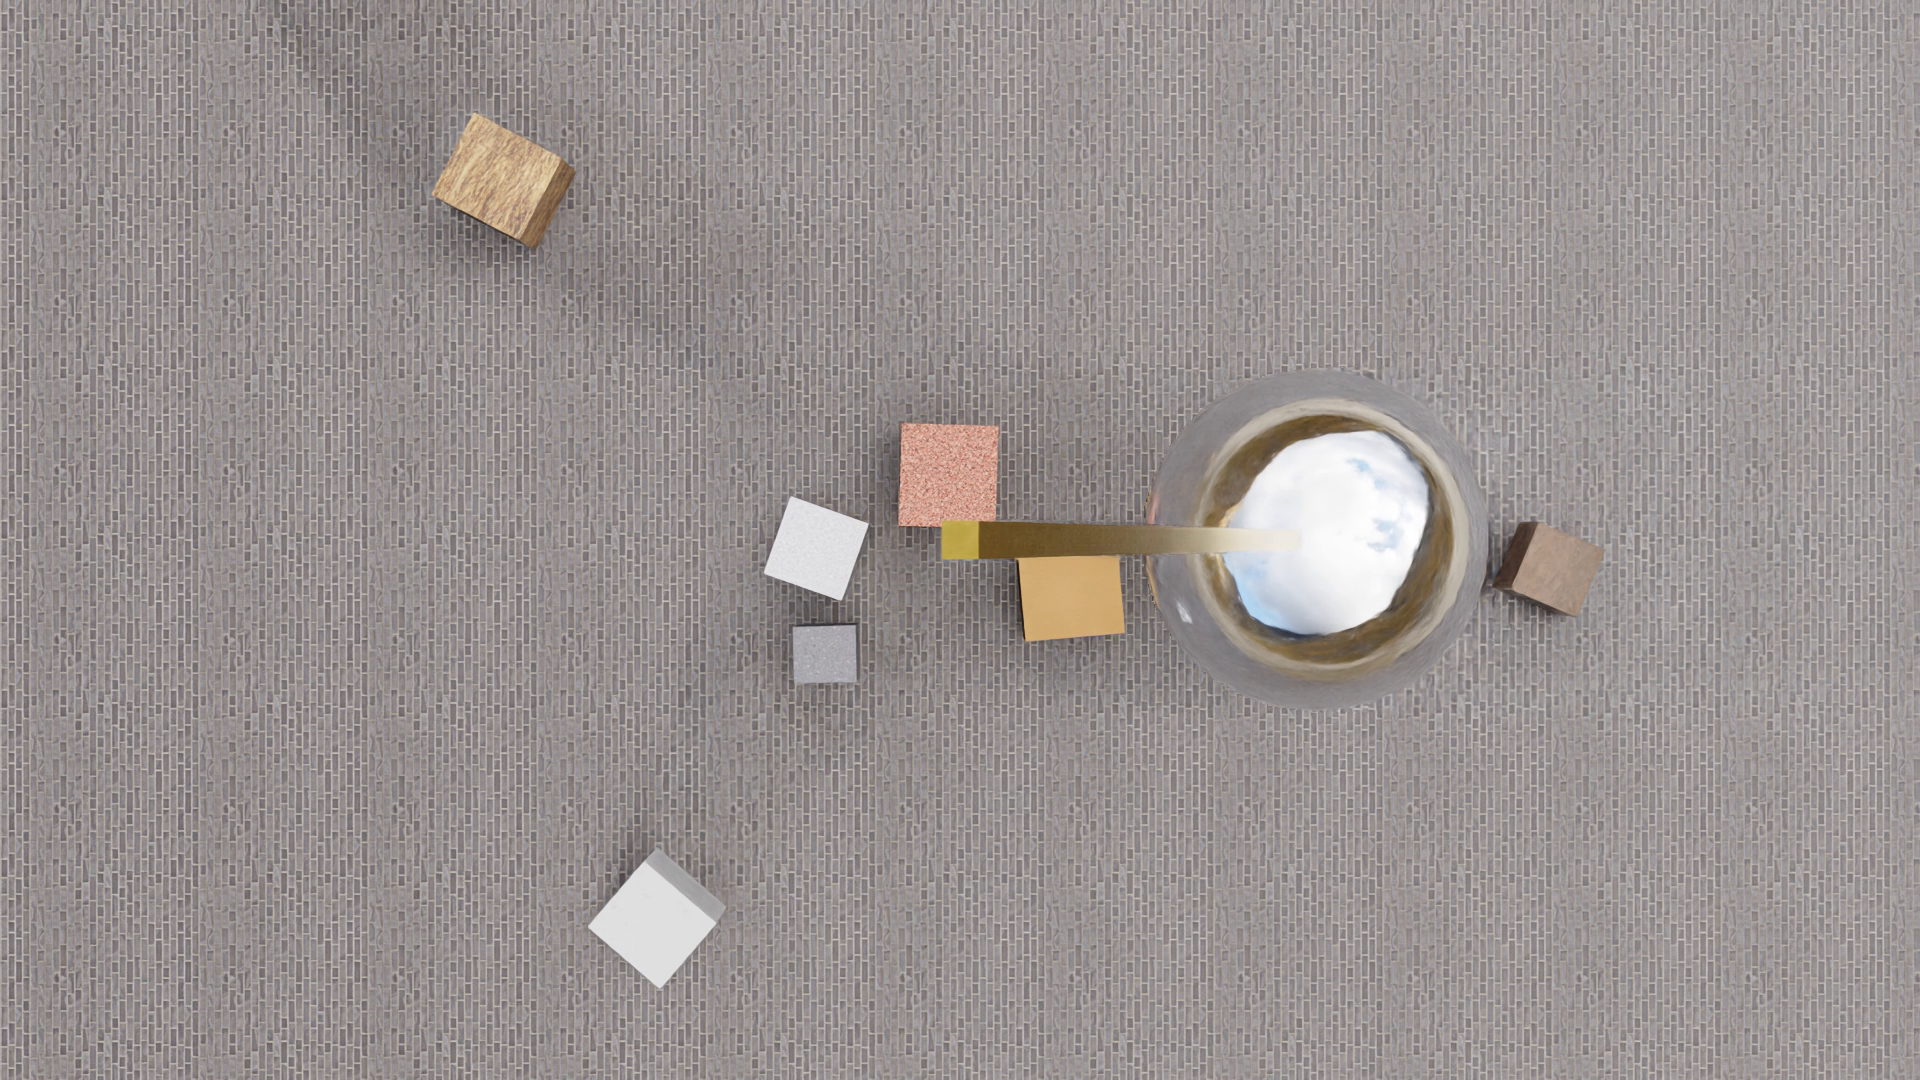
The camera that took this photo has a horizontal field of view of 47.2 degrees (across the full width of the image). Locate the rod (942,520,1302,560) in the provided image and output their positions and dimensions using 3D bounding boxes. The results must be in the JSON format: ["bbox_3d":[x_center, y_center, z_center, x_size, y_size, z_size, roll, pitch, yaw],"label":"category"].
[{"bbox_3d":[0.723,0.000,7.083,0.080,5.200,0.080,0,90,16],"label":"rod"}]

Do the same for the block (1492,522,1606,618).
[{"bbox_3d":[3.417,0.170,12.783,0.413,0.435,0.418,23,90,0],"label":"block"}]

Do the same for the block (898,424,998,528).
[{"bbox_3d":[-0.064,-0.363,12.723,0.547,0.555,0.580,2,90,0],"label":"block"}]

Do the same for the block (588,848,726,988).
[{"bbox_3d":[-1.742,2.178,12.720,0.541,0.561,0.490,41,90,0],"label":"block"}]

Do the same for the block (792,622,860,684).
[{"bbox_3d":[-0.774,0.655,12.796,0.360,0.409,0.324,-1,90,0],"label":"block"}]

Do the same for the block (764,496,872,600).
[{"bbox_3d":[-0.820,0.049,12.765,0.471,0.471,0.466,19,90,0],"label":"block"}]

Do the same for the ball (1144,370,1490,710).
[{"bbox_3d":[1.669,0.000,10.349,1.600,1.600,1.600,0,90,0],"label":"ball"}]

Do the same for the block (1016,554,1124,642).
[{"bbox_3d":[0.632,0.302,12.735,0.566,0.529,0.502,-5,90,0],"label":"block"}]

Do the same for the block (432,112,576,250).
[{"bbox_3d":[-2.639,-2.072,12.764,0.564,0.473,0.527,28,90,0],"label":"block"}]
